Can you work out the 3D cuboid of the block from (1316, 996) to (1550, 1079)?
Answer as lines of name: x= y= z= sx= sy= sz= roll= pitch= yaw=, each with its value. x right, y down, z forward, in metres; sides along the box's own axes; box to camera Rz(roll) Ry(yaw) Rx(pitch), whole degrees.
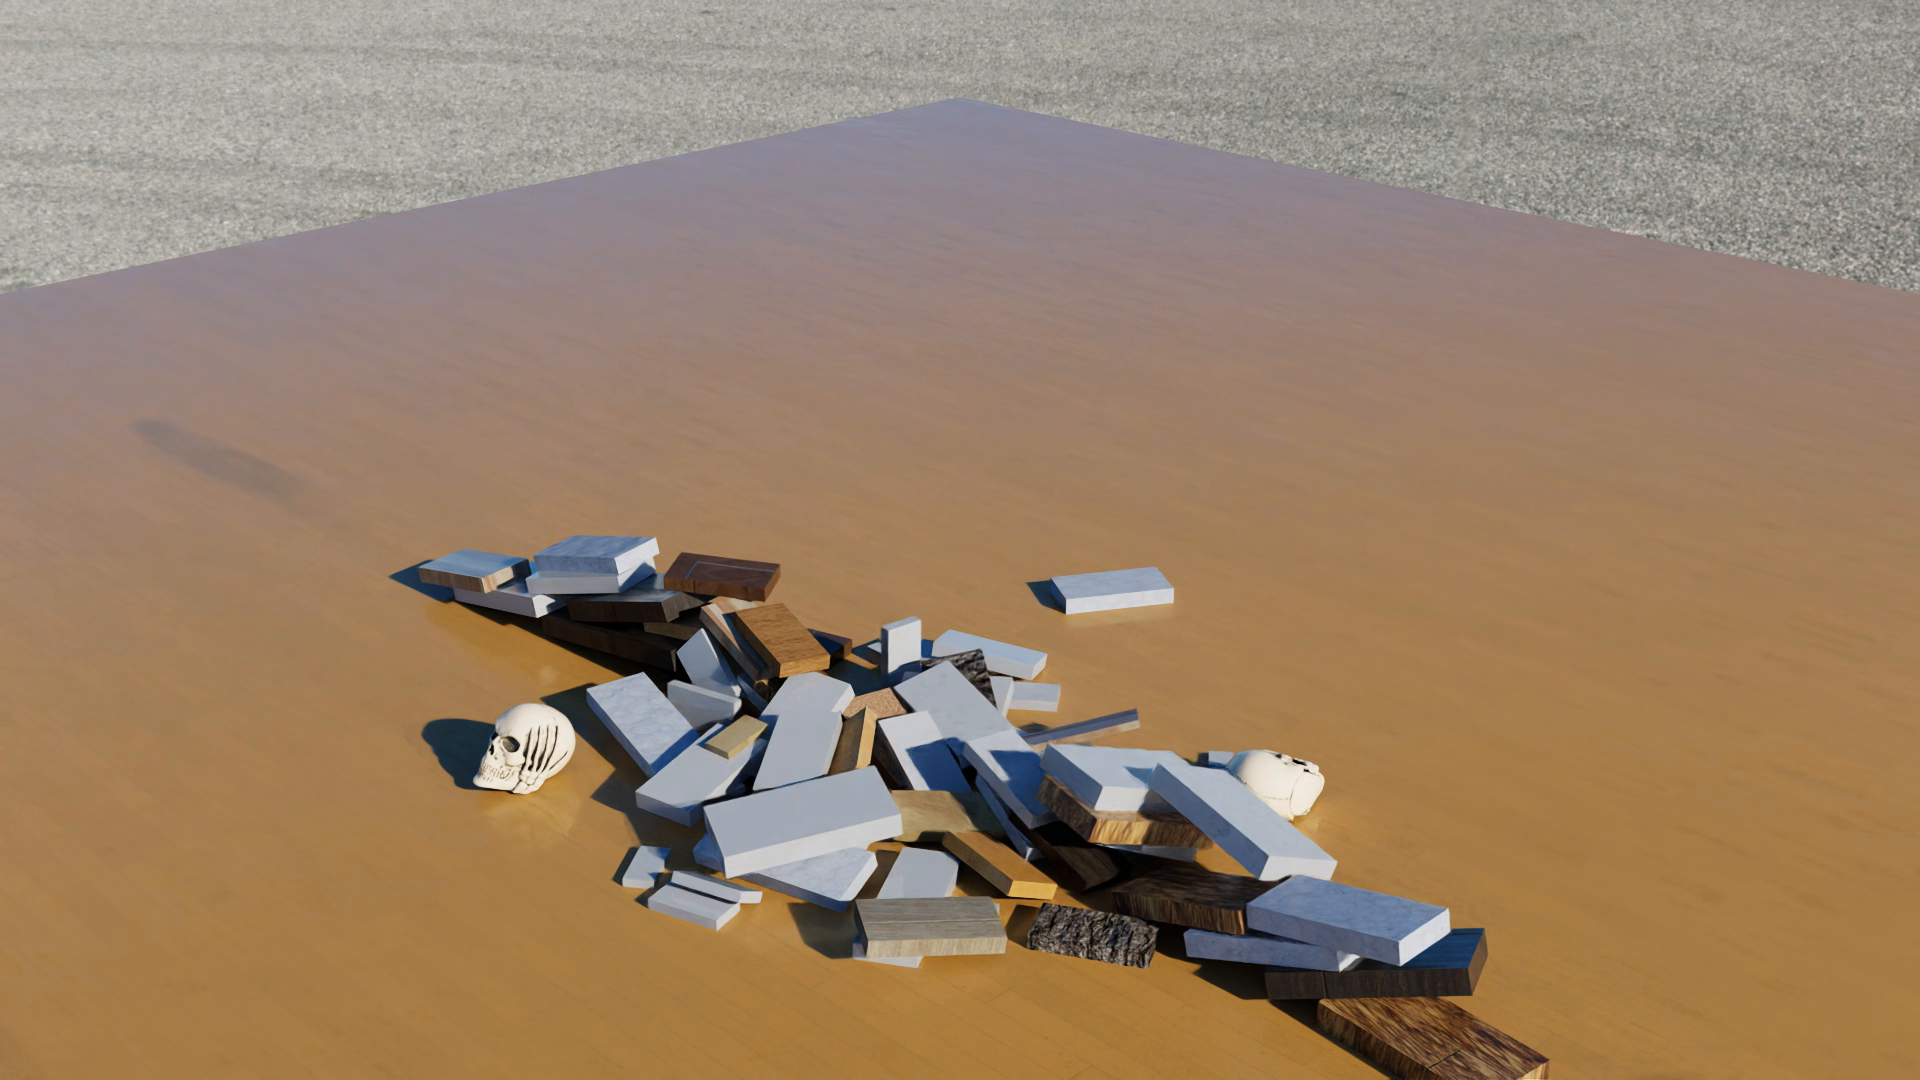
block: x=0.793 y=0.846 z=3.703 sx=0.176 sy=0.050 sz=0.352 roll=-17 pitch=29 yaw=-35

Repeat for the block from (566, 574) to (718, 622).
block: x=-0.726 y=0.131 z=5.054 sx=0.353 sy=0.050 sz=0.176 roll=-1 pitch=20 yaw=44

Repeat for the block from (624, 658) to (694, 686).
block: x=-0.827 y=0.233 z=5.191 sx=0.058 sy=0.017 sz=0.647 roll=-21 pitch=30 yaw=-40

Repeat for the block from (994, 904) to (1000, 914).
block: x=0.033 y=0.712 z=4.058 sx=0.065 sy=0.018 sz=0.131 roll=3 pitch=23 yaw=6

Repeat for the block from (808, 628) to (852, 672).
block: x=-0.364 y=0.277 z=5.064 sx=0.122 sy=0.035 sz=0.244 roll=12 pitch=26 yaw=27

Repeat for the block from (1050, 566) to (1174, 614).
block: x=0.374 y=0.123 z=5.421 sx=0.275 sy=0.039 sz=0.137 roll=-6 pitch=24 yaw=-13

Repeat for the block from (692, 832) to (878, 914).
block: x=-0.338 y=0.611 z=4.222 sx=0.342 sy=0.036 sz=0.128 roll=14 pitch=45 yaw=28

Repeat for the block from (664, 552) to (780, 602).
block: x=-0.533 y=0.082 z=4.936 sx=0.235 sy=0.033 sz=0.117 roll=7 pitch=29 yaw=11

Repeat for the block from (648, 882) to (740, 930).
block: x=-0.498 y=0.684 z=4.121 sx=0.155 sy=0.022 sz=0.077 roll=12 pitch=26 yaw=26

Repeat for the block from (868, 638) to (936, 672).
block: x=-0.084 y=0.283 z=5.050 sx=0.122 sy=0.035 sz=0.255 roll=-19 pitch=30 yaw=-38

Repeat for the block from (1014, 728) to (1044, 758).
block: x=0.133 y=0.443 z=4.611 sx=0.086 sy=0.024 sz=0.229 roll=-24 pitch=20 yaw=-24

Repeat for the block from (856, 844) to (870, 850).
block: x=-0.306 y=0.565 z=4.334 sx=0.272 sy=0.039 sz=0.136 roll=12 pitch=42 yaw=27

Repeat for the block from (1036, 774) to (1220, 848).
block: x=0.334 y=0.527 z=4.254 sx=0.347 sy=0.049 sz=0.174 roll=9 pitch=18 yaw=-39

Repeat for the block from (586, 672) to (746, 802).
block: x=-0.625 y=0.429 z=4.634 sx=0.136 sy=0.039 sz=0.504 roll=-16 pitch=33 yaw=-27

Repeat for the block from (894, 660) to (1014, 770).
block: x=-0.013 y=0.367 z=4.651 sx=0.137 sy=0.039 sz=0.275 roll=-26 pitch=40 yaw=-20

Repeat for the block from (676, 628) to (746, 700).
block: x=-0.548 y=0.295 z=4.829 sx=0.026 sy=0.091 sz=0.182 roll=0 pitch=53 yaw=-54

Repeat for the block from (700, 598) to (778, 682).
block: x=-0.458 y=0.214 z=4.814 sx=0.117 sy=0.033 sz=0.235 roll=-16 pitch=45 yaw=-35

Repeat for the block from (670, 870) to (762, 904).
block: x=-0.459 y=0.654 z=4.147 sx=0.155 sy=0.022 sz=0.077 roll=12 pitch=-3 yaw=26

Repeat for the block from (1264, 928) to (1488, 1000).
block: x=0.724 y=0.736 z=3.820 sx=0.352 sy=0.050 sz=0.176 roll=-6 pitch=10 yaw=24

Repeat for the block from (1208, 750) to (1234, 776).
block: x=0.547 y=0.475 z=4.622 sx=0.051 sy=0.015 sz=0.103 roll=3 pitch=23 yaw=7

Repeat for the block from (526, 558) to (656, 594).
block: x=-0.867 y=0.083 z=5.162 sx=0.276 sy=0.039 sz=0.138 roll=-1 pitch=19 yaw=30

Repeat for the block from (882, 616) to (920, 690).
block: x=-0.131 y=0.267 z=4.898 sx=0.091 sy=0.182 sz=0.026 roll=-17 pitch=29 yaw=-35

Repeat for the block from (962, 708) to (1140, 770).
block: x=0.178 y=0.417 z=4.583 sx=0.399 sy=0.017 sz=0.062 roll=-14 pitch=18 yaw=5

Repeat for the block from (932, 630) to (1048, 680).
block: x=0.068 y=0.262 z=5.038 sx=0.240 sy=0.034 sz=0.120 roll=13 pitch=15 yaw=14

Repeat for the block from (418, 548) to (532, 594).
block: x=-1.189 y=0.075 z=5.382 sx=0.276 sy=0.039 sz=0.138 roll=7 pitch=24 yaw=43

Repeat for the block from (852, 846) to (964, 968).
block: x=-0.093 y=0.682 z=4.109 sx=0.120 sy=0.034 sz=0.345 roll=6 pitch=24 yaw=13

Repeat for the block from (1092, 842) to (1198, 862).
block: x=0.341 y=0.569 z=4.278 sx=0.224 sy=0.032 sz=0.112 roll=14 pitch=16 yaw=-25

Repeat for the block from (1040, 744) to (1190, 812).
block: x=0.340 y=0.466 z=4.287 sx=0.347 sy=0.049 sz=0.174 roll=8 pitch=18 yaw=-41

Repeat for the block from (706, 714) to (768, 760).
block: x=-0.459 y=0.405 z=4.527 sx=0.062 sy=0.017 sz=0.123 roll=19 pitch=36 yaw=32

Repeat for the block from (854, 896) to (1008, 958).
block: x=-0.055 y=0.699 z=3.981 sx=0.256 sy=0.036 sz=0.128 roll=1 pitch=26 yaw=-15

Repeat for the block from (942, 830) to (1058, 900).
block: x=0.075 y=0.620 z=4.206 sx=0.112 sy=0.032 sz=0.224 roll=12 pitch=12 yaw=-39
